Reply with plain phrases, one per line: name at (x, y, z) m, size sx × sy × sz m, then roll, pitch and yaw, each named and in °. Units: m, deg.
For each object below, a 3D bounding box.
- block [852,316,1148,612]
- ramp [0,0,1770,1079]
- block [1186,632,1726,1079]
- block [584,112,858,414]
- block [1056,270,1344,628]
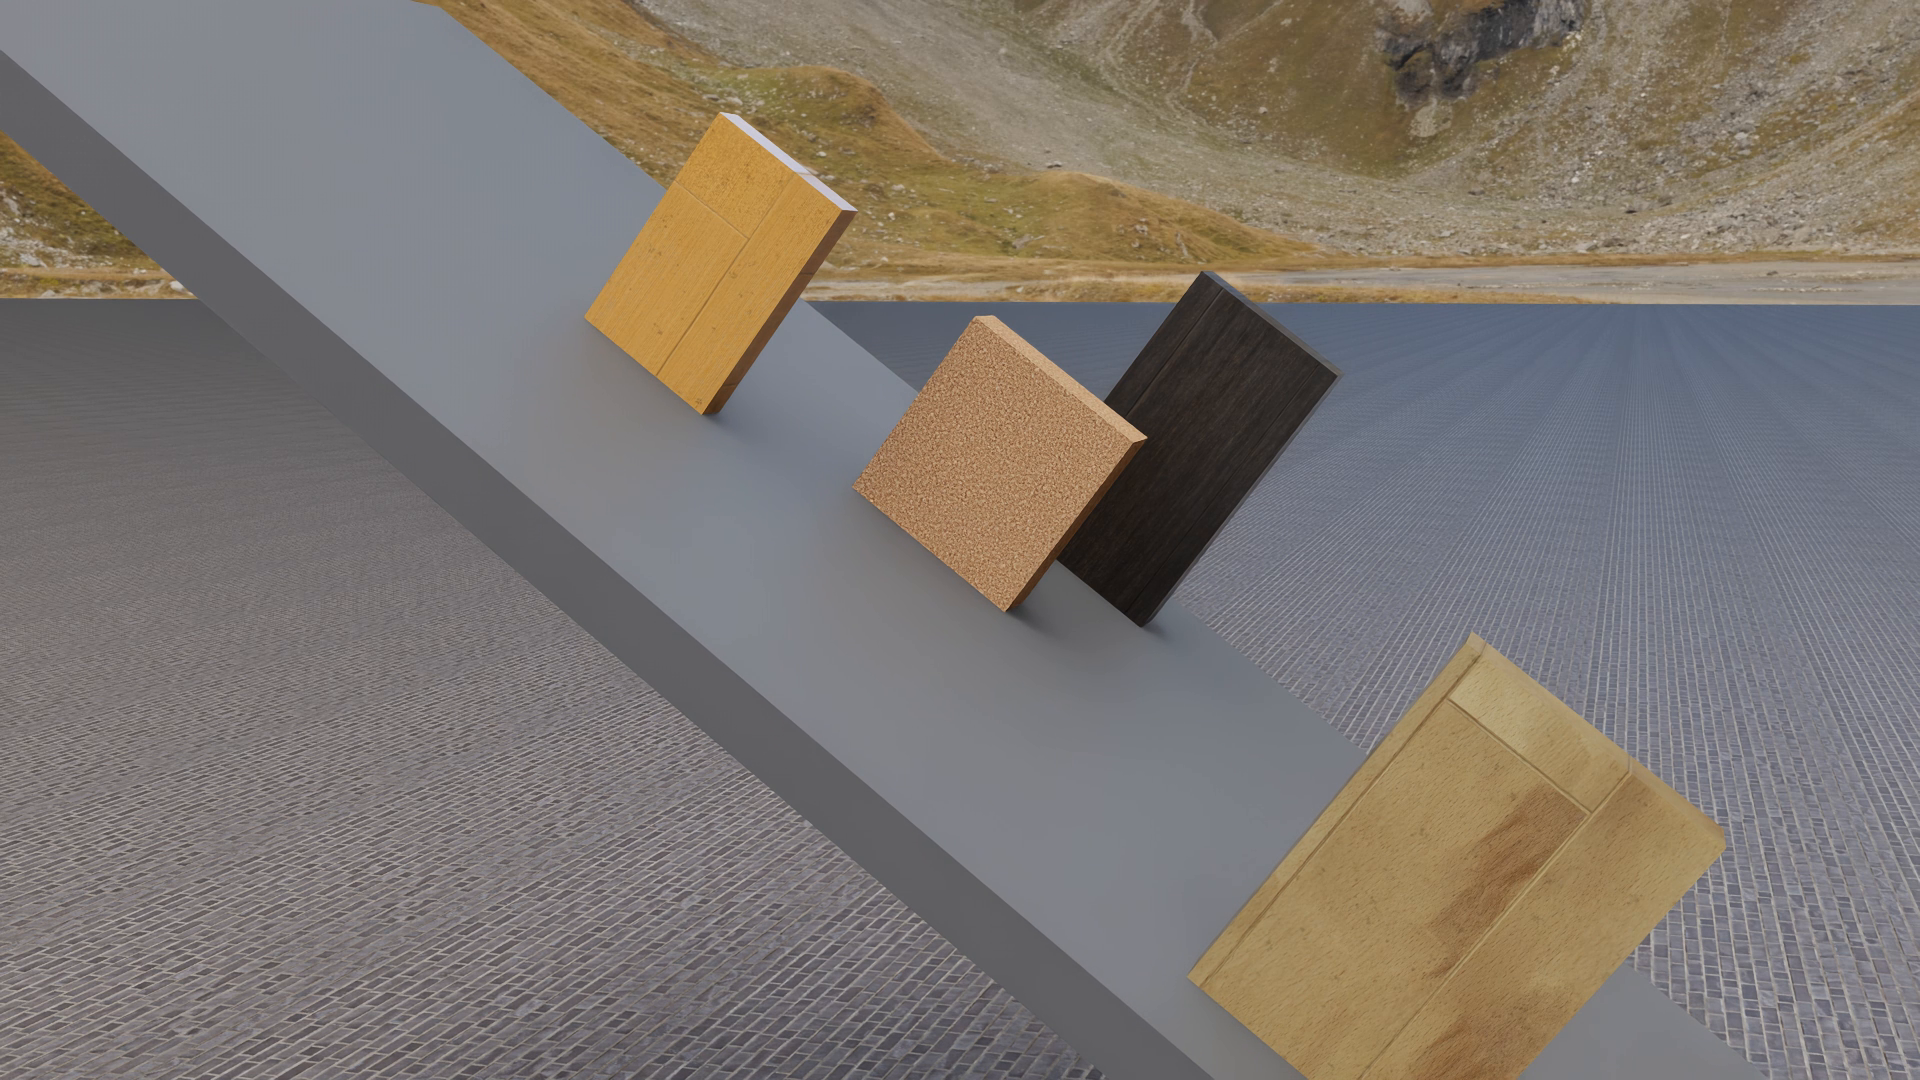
block at (0.073, -0.146, 4.135) m, size 0.377 × 0.403 × 0.123 m, roll 39°, pitch 16°, yaw 9°
ramp at (-0.052, 0.112, 4.064) m, size 4.000 × 0.100 × 2.000 m, roll 39°, pitch 16°, yaw 9°
block at (0.695, 0.518, 3.126) m, size 0.436 × 0.638 × 0.110 m, roll 39°, pitch 16°, yaw 9°
block at (-0.434, -0.496, 3.967) m, size 0.288 × 0.454 × 0.082 m, roll 39°, pitch 16°, yaw 9°
block at (0.451, -0.188, 4.579) m, size 0.349 × 0.662 × 0.119 m, roll 39°, pitch 16°, yaw 9°
